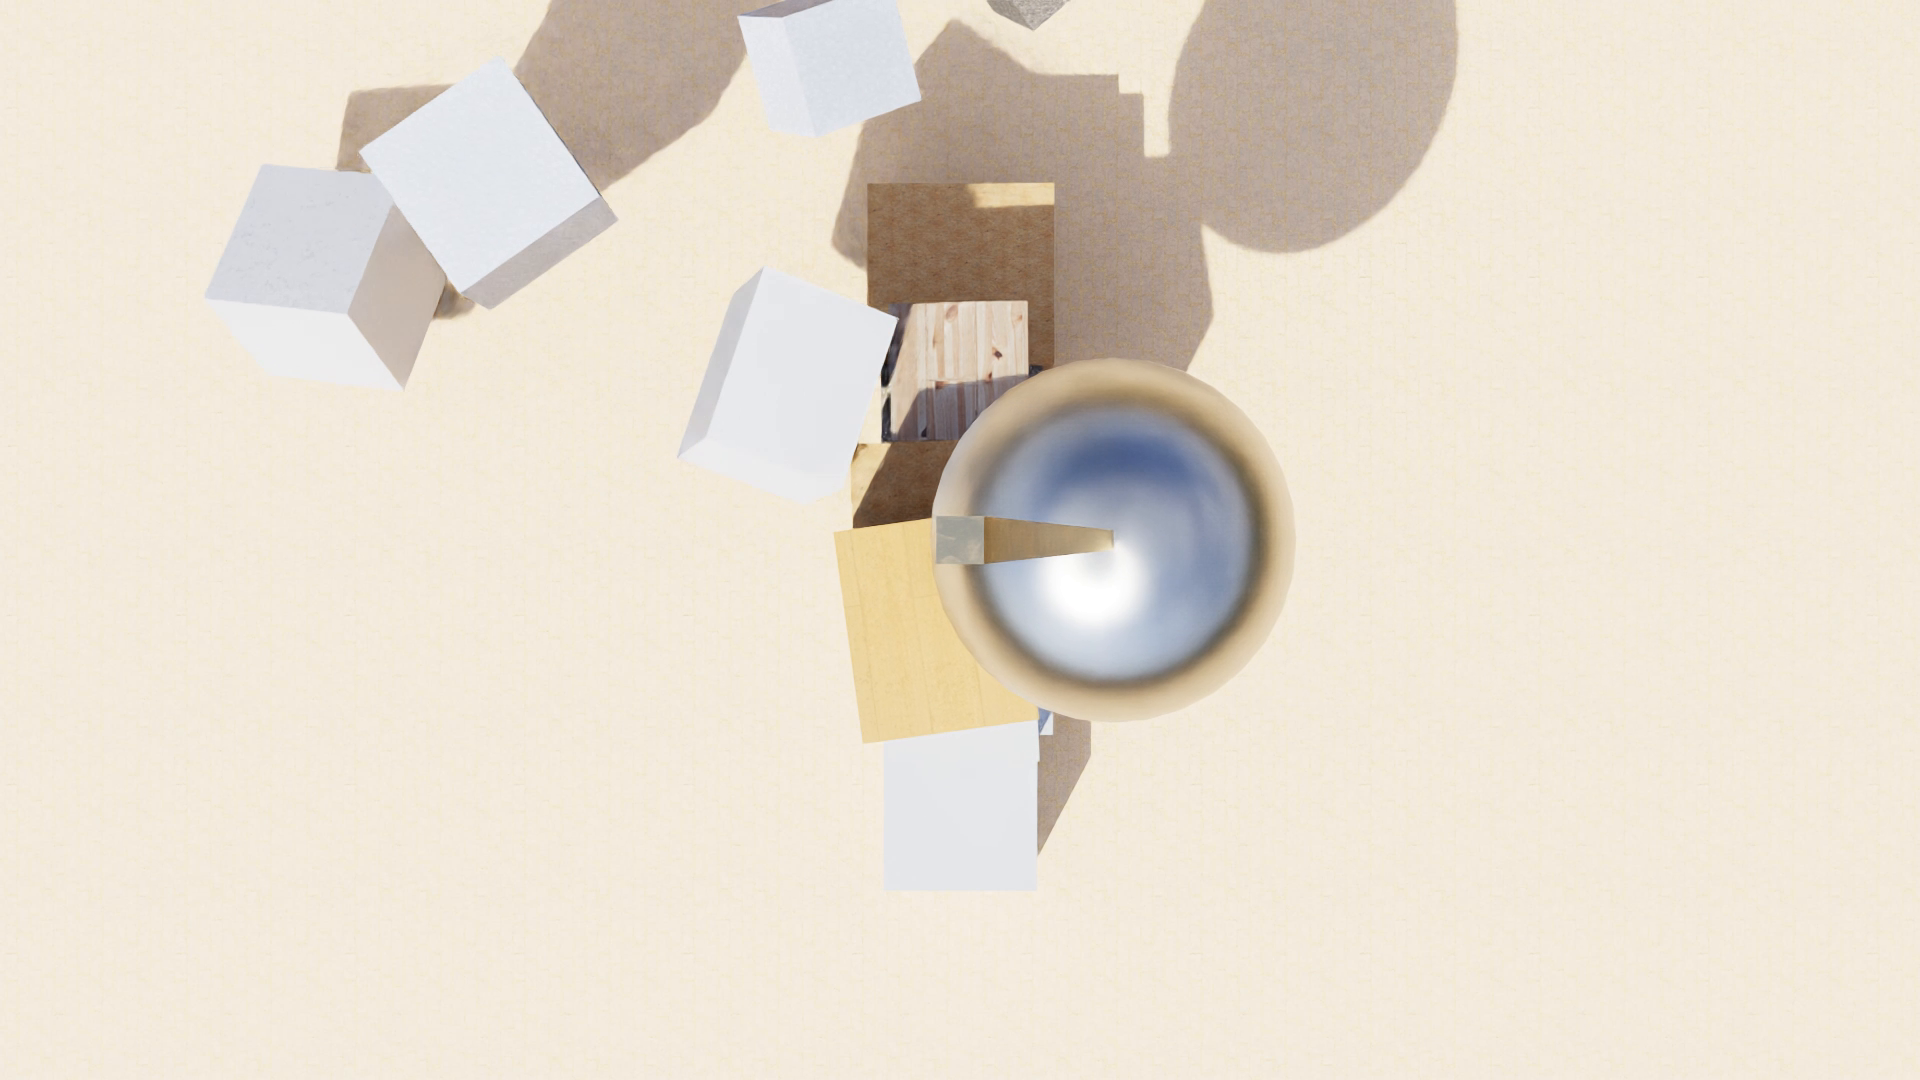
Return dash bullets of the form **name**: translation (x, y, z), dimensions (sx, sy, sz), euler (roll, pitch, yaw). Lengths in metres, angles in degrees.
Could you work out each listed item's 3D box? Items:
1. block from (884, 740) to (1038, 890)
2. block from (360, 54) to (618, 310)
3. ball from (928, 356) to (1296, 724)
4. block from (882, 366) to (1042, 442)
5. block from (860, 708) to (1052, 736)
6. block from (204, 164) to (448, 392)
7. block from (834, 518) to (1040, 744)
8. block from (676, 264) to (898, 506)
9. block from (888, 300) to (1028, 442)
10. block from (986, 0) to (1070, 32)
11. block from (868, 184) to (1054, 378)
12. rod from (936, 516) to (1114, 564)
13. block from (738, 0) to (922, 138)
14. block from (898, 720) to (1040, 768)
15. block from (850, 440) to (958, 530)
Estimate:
- **block**: translation (0.002, 1.517, 12.585), dimensions (0.849, 0.831, 0.848), euler (0, 90, 0)
- **block**: translation (-2.451, -1.856, 11.577), dimensions (0.862, 0.932, 0.872), euler (-35, 92, -2)
- **ball**: translation (0.664, 0.000, 9.617), dimensions (1.600, 1.600, 1.600), euler (0, 90, 0)
- **block**: translation (0.012, -0.512, 12.577), dimensions (0.892, 0.846, 0.903), euler (0, 90, 0)
- **block**: translation (-0.025, 0.505, 12.483), dimensions (1.049, 1.033, 1.121), euler (-1, 90, 0)
- **block**: translation (-3.520, -1.474, 12.356), dimensions (0.873, 0.791, 0.905), euler (7, 64, 14)
- **block**: translation (-0.111, 0.408, 10.730), dimensions (0.836, 0.855, 1.003), euler (-8, 89, 0)
- **block**: translation (-0.888, -0.767, 11.188), dimensions (0.720, 0.761, 0.919), euler (21, 79, -15)
- **block**: translation (-0.004, -0.872, 11.609), dimensions (0.709, 0.754, 0.702), euler (-1, 91, 0)
- **block**: translation (0.362, -3.022, 10.914), dimensions (0.677, 0.577, 0.590), euler (-40, 119, 0)
- **block**: translation (0.006, -1.454, 12.492), dimensions (1.017, 1.017, 0.981), euler (0, 90, 0)
- **rod**: translation (0.288, 0.000, 6.238), dimensions (0.080, 5.200, 0.080), euler (0, 90, 6)
- **block**: translation (-0.666, -2.457, 11.209), dimensions (0.616, 0.579, 0.607), euler (-24, 113, -21)
- **block**: translation (0.029, 0.780, 11.562), dimensions (0.717, 0.809, 0.719), euler (-3, 90, 0)
- **block**: translation (-0.120, -0.058, 11.567), dimensions (0.848, 0.800, 0.882), euler (-2, 89, 0)
